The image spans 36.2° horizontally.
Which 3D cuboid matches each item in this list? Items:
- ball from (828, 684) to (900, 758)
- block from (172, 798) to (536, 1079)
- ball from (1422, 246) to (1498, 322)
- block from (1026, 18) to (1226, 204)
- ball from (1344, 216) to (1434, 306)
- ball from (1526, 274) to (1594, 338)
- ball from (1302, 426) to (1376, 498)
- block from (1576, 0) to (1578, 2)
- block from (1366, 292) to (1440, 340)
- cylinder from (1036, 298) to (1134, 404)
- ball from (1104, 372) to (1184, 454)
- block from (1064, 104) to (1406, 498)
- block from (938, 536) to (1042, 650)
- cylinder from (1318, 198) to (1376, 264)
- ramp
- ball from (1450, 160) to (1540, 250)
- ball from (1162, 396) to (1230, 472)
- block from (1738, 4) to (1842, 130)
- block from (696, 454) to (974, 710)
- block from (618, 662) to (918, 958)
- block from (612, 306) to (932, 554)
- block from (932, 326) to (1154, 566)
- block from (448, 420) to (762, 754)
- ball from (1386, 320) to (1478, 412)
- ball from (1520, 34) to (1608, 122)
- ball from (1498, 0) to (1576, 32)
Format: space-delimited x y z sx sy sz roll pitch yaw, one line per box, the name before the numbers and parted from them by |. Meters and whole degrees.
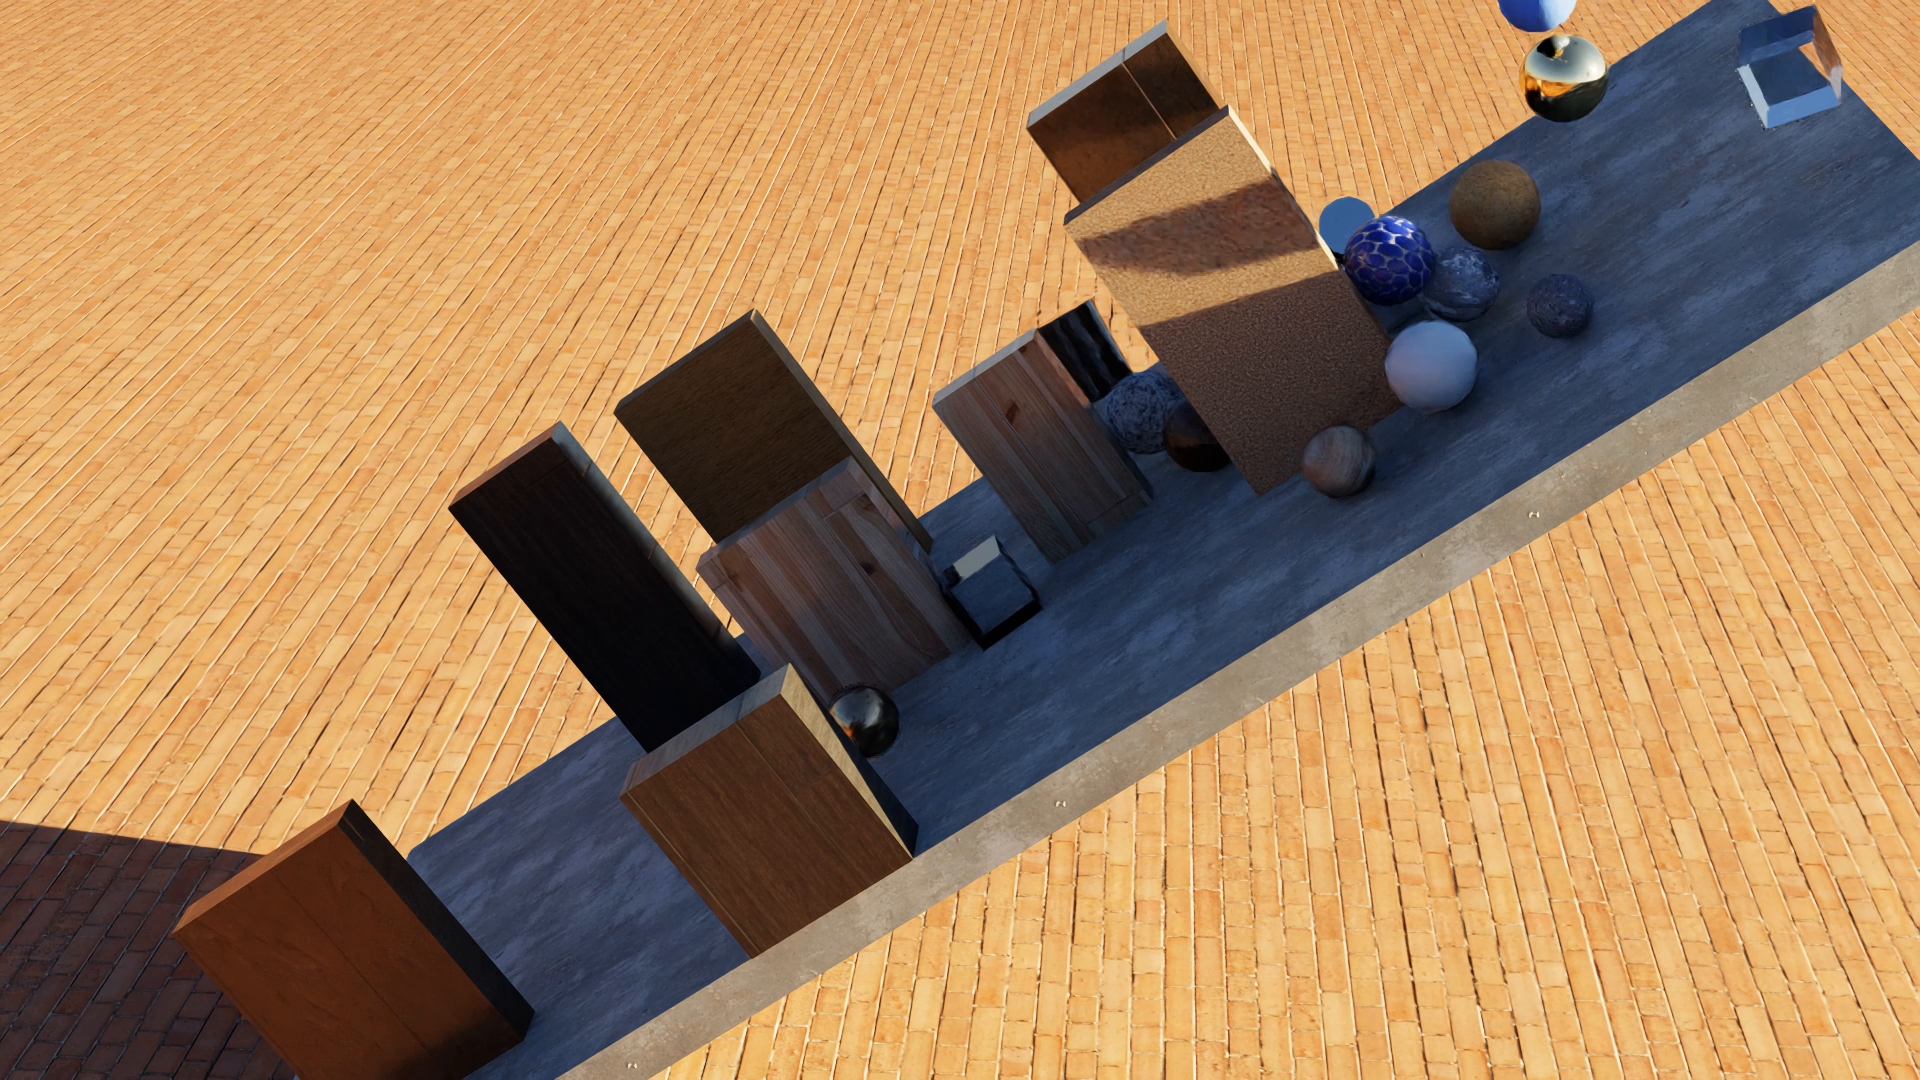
ball | -0.198 0.371 6.002 0.150 0.150 0.150 0 22 0
block | -1.228 0.880 5.972 0.443 0.588 0.117 -33 16 15
ball | 0.995 -0.509 5.855 0.154 0.154 0.154 0 22 0
block | 0.514 -0.712 6.420 0.364 0.759 0.146 -33 16 15
ball | 0.845 -0.550 5.797 0.175 0.175 0.175 0 22 0
ball | 1.120 -0.437 5.488 0.122 0.122 0.122 0 22 0
ball | 0.711 -0.147 5.519 0.138 0.138 0.138 0 22 0
block | 1.200 -1.143 6.020 0.113 0.113 0.113 -18 -1 -23
block | 0.866 -0.459 6.018 0.172 0.172 0.172 -33 16 15
cylinder | 0.256 -0.405 6.591 0.203 0.203 0.203 -30 4 3
ball | 0.401 -0.273 6.327 0.180 0.180 0.180 0 22 0
block | 0.556 -0.462 5.758 0.385 0.678 0.089 -33 16 15
block | 0.061 0.110 6.184 0.151 0.151 0.151 -36 15 6
cylinder | 0.861 -0.678 6.478 0.127 0.127 0.127 6 -6 16
ramp | 0.134 0.175 6.310 4.000 0.100 2.000 -33 16 15
ball | 1.116 -0.699 6.135 0.189 0.189 0.189 0 22 0
ball | 0.506 -0.225 6.141 0.169 0.169 0.169 0 22 0
block | 1.531 -0.873 5.423 0.140 0.140 0.140 -17 32 30
block | -0.260 0.120 6.275 0.403 0.464 0.085 -33 16 15
block | -0.352 0.505 5.466 0.375 0.407 0.137 -33 16 15
block | -0.440 -0.150 6.992 0.408 0.710 0.092 -33 16 15
block | 0.177 -0.197 6.272 0.264 0.441 0.086 -33 16 15
block | -0.834 0.122 6.943 0.312 0.778 0.118 -33 16 15
ball | 0.889 -0.329 5.546 0.174 0.174 0.174 0 22 0
ball | 1.188 -0.908 5.784 0.173 0.173 0.173 0 22 0
ball | 1.131 -1.072 5.763 0.155 0.155 0.155 0 22 0
